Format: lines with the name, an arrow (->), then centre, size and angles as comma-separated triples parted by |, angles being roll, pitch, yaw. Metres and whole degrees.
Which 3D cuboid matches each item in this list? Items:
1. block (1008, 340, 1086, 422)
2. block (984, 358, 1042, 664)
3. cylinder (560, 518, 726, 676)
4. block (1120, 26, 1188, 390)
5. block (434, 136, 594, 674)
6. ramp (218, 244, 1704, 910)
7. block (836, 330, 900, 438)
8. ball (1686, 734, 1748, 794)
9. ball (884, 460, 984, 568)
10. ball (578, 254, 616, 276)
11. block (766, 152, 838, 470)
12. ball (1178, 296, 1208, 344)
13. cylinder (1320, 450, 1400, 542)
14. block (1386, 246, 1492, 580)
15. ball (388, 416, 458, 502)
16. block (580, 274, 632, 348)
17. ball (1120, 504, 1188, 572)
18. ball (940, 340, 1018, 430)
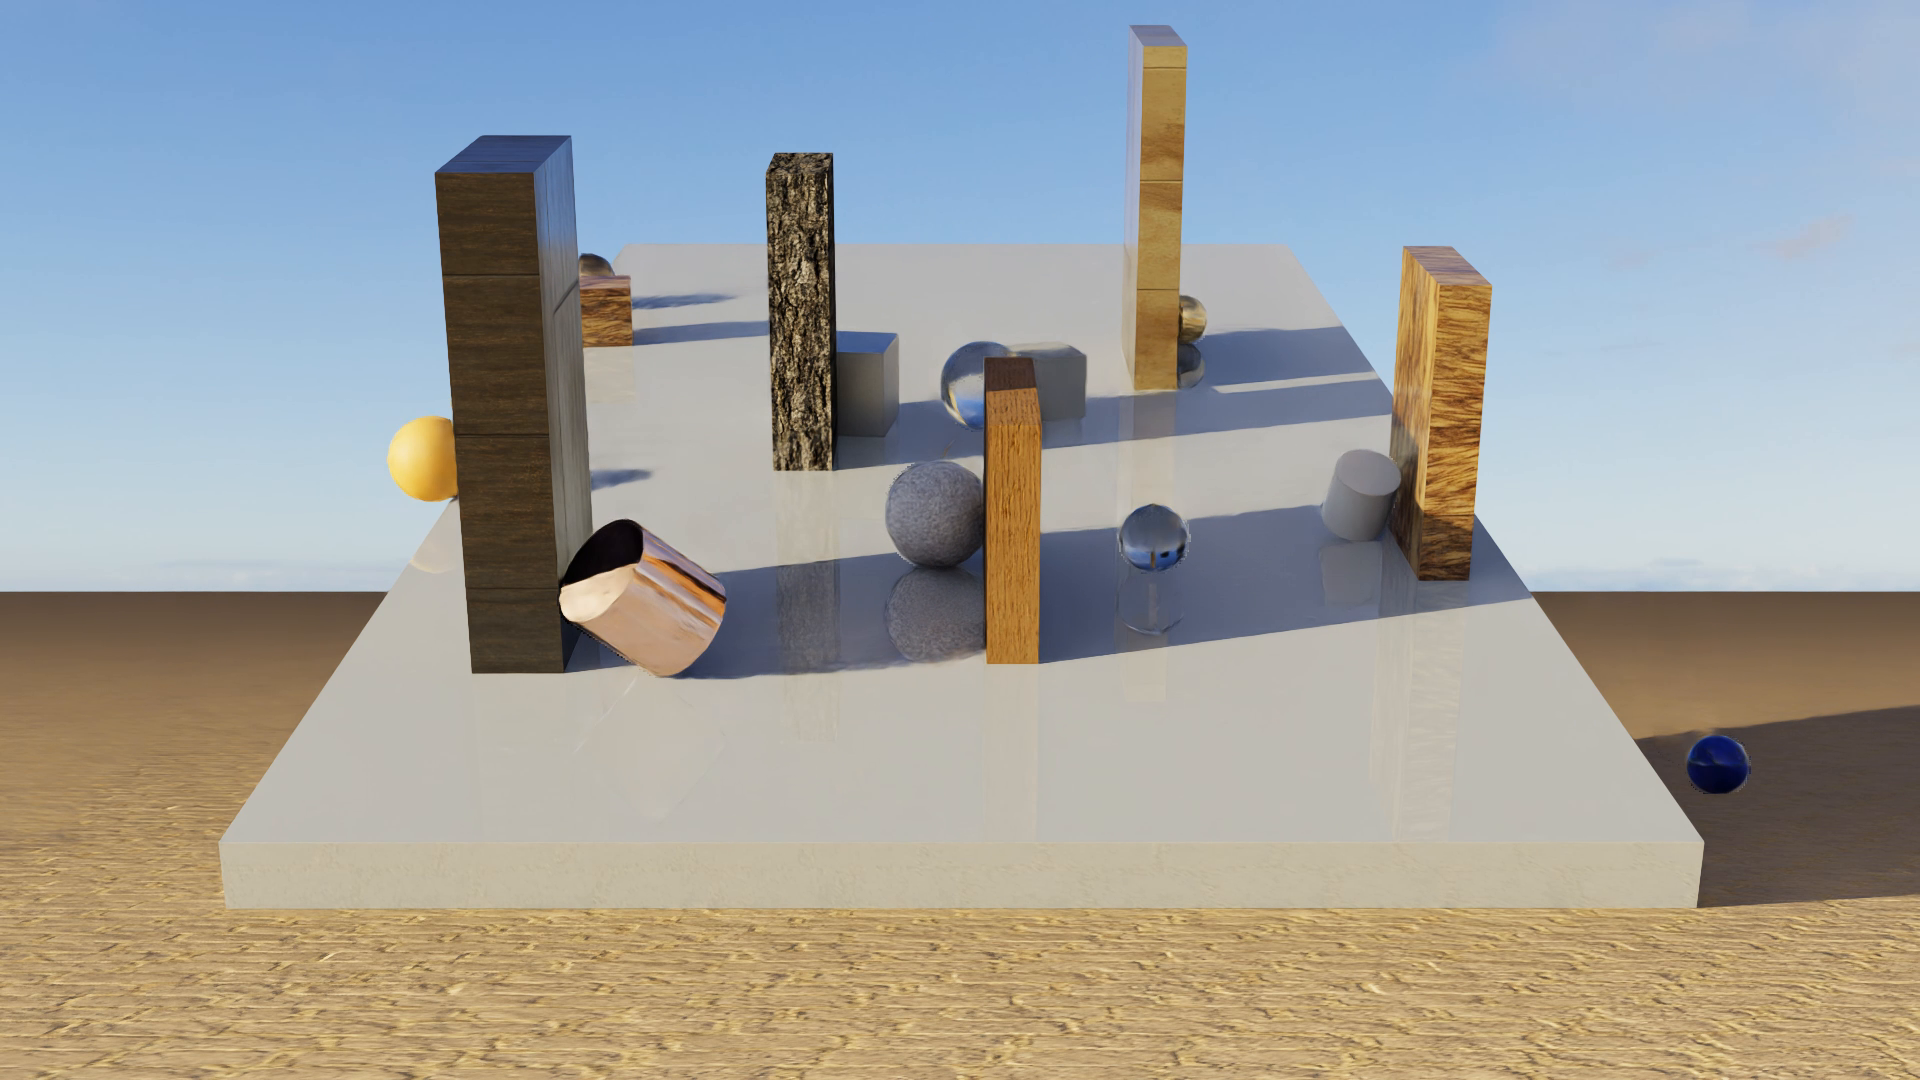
block -> 0.187, -0.352, 5.015 | 0.143, 0.143, 0.143 | -6, 20, -18
block -> 0.084, -0.058, 3.764 | 0.084, 0.401, 0.421 | 0, 19, 0
cylinder -> -0.499, 0.091, 3.546 | 0.184, 0.184, 0.184 | -1, -30, 45
block -> 0.452, -0.788, 5.296 | 0.097, 0.784, 0.425 | 0, 19, 0
block -> -0.705, -0.223, 3.627 | 0.146, 0.800, 0.354 | 0, 19, 0
ramp -> -0.004, -0.198, 4.938 | 2.000, 0.100, 4.000 | 0, 19, 0
block -> -0.241, -0.343, 4.919 | 0.186, 0.186, 0.186 | 3, 19, 8
ball -> 1.595, 0.473, 4.741 | 0.124, 0.124, 0.124 | 0, -1, 0
ball -> -0.039, -0.047, 4.048 | 0.195, 0.195, 0.195 | 0, -1, 0
ball -> -0.987, -0.689, 5.982 | 0.145, 0.145, 0.145 | 0, -1, 0
block -> -0.323, -0.472, 4.643 | 0.121, 0.611, 0.257 | 0, 19, 0
ball -> 0.558, -0.551, 5.628 | 0.120, 0.120, 0.120 | 0, -1, 0
cylinder -> 0.747, -0.083, 4.203 | 0.122, 0.122, 0.122 | 0, -44, -9
block -> 0.860, -0.234, 4.074 | 0.089, 0.535, 0.331 | 0, 19, 0
ball -> -1.041, -0.160, 4.441 | 0.170, 0.170, 0.170 | 0, -1, 0
block -> -0.898, -0.574, 5.646 | 0.148, 0.148, 0.148 | -2, 19, -7
ball -> 0.347, -0.003, 4.035 | 0.122, 0.122, 0.122 | 0, -1, 0
ball -> 0.052, -0.336, 4.888 | 0.194, 0.194, 0.194 | 0, -1, 0
